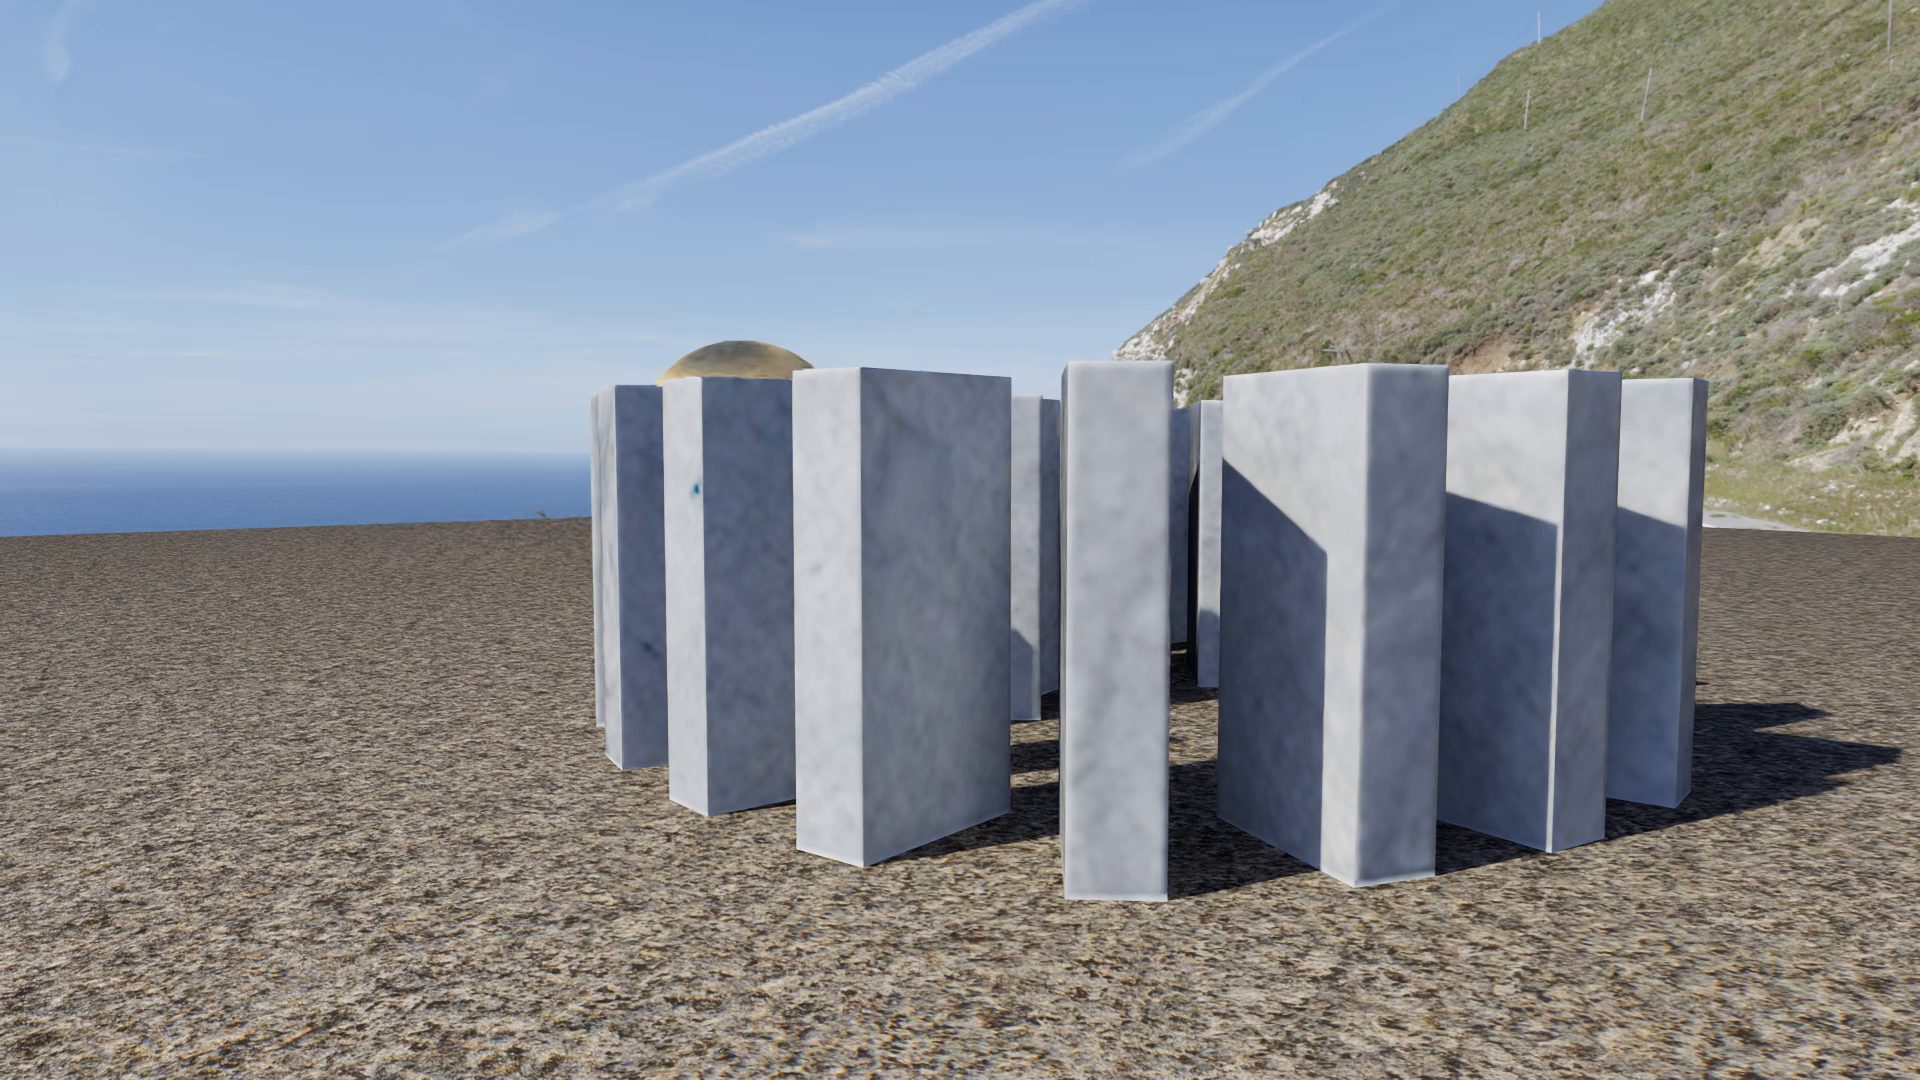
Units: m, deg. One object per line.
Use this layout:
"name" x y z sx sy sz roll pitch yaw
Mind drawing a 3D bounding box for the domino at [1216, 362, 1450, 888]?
"domino" 0.038 0.007 0.135 0.009 0.050 0.025 -2 5 -20

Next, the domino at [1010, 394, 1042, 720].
"domino" 0.000 0.002 0.201 0.025 0.050 0.010 0 4 0

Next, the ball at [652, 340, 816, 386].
"ball" -0.079 -0.033 0.470 0.080 0.080 0.080 0 4 0

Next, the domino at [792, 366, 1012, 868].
"domino" -0.006 0.007 0.140 0.010 0.050 0.025 3 5 38

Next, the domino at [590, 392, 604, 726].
"domino" -0.043 0.003 0.197 0.025 0.050 0.009 0 4 -5

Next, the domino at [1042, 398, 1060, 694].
"domino" 0.004 0.001 0.223 0.025 0.050 0.009 3 5 31

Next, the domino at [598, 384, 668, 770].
"domino" -0.035 0.004 0.176 0.025 0.050 0.009 -2 5 -28

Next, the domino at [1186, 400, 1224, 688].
"domino" 0.048 0.000 0.235 0.010 0.050 0.025 0 4 6

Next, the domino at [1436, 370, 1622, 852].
"domino" 0.059 0.007 0.145 0.009 0.050 0.025 -3 5 -32

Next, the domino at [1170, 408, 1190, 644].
"domino" 0.040 -0.004 0.284 0.010 0.050 0.025 -2 5 -28

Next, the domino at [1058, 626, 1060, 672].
"domino" 0.024 0.000 0.234 0.010 0.050 0.025 -1 4 -12

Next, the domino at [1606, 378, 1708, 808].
"domino" 0.077 0.006 0.160 0.025 0.050 0.009 3 6 39

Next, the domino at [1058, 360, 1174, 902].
"domino" 0.015 0.008 0.130 0.009 0.050 0.025 0 4 3

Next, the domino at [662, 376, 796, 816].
"domino" -0.022 0.006 0.156 0.025 0.050 0.009 -4 6 -39
